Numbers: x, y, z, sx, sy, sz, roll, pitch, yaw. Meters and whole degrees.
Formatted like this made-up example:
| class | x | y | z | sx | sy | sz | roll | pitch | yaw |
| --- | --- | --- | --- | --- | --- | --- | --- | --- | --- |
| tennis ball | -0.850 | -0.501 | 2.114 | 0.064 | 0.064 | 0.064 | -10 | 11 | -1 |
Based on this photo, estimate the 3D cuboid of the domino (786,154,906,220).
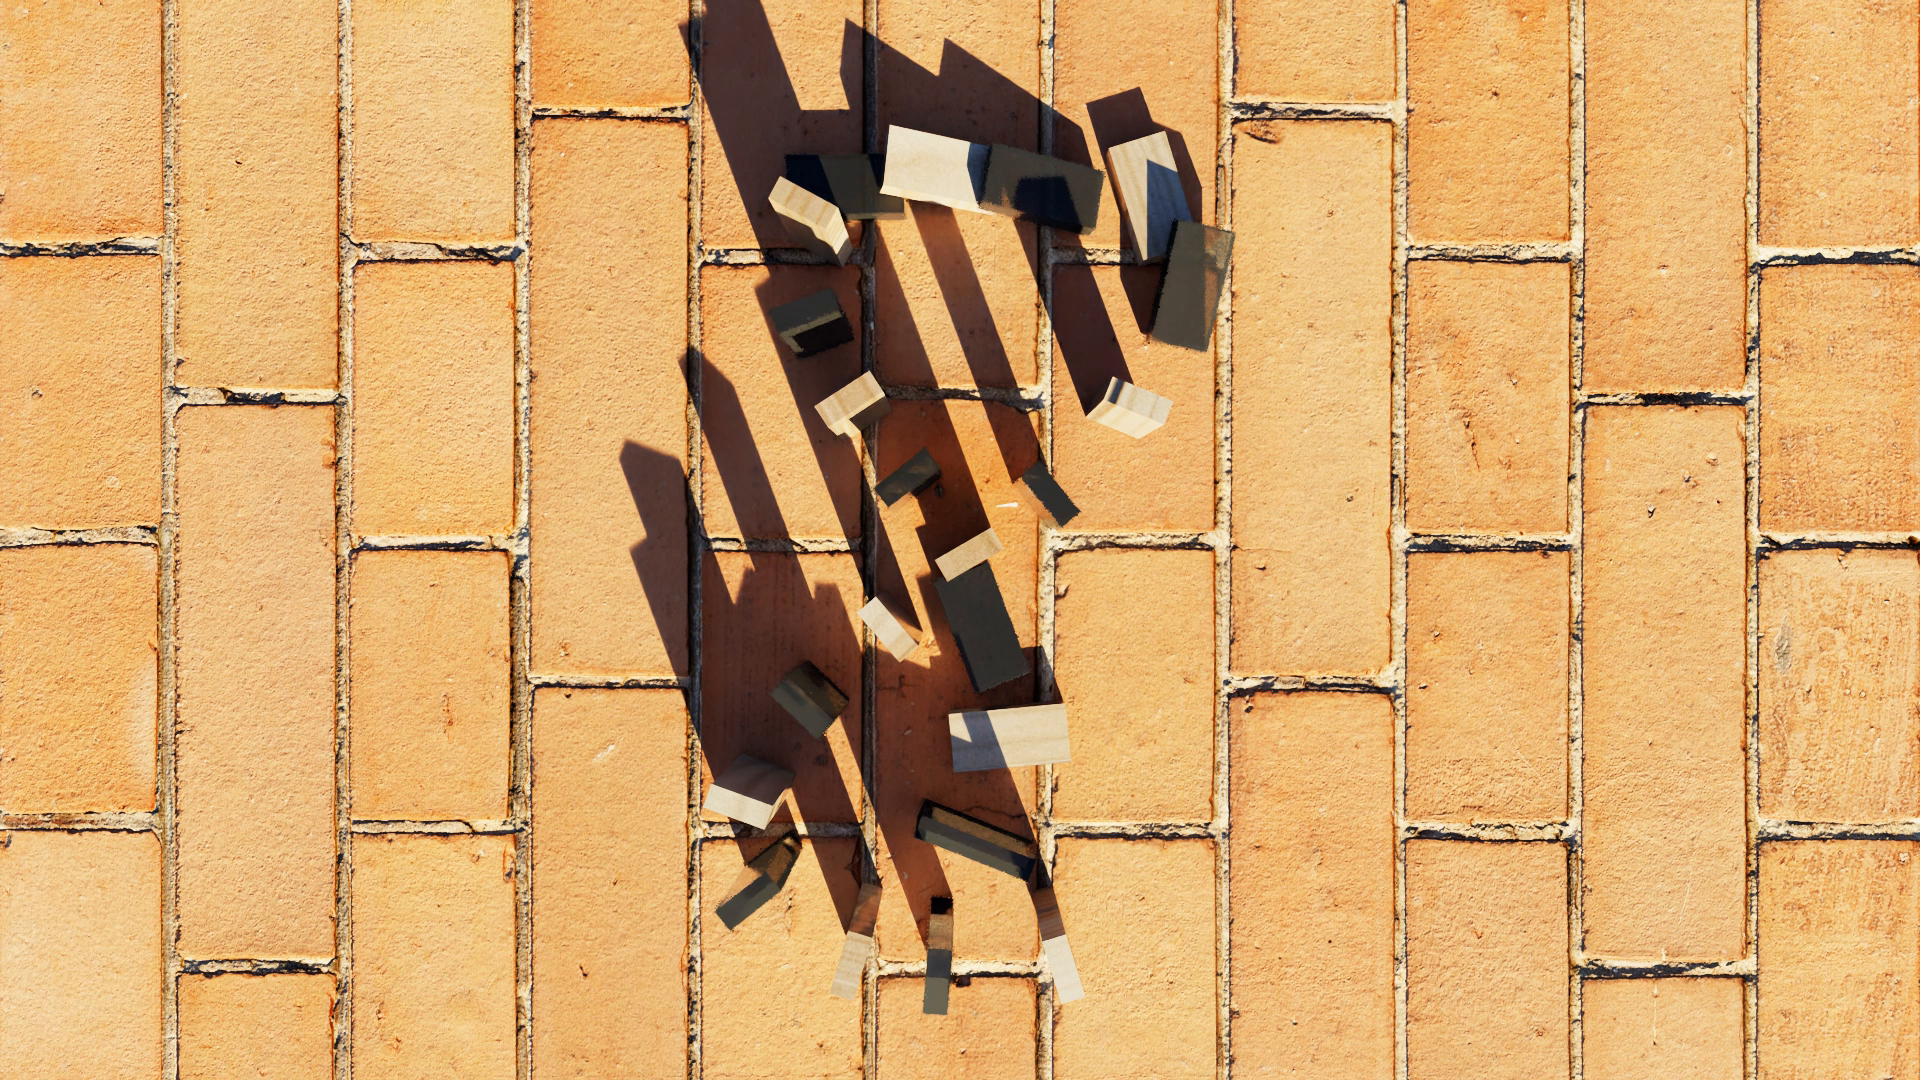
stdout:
| class | x | y | z | sx | sy | sz | roll | pitch | yaw |
| --- | --- | --- | --- | --- | --- | --- | --- | --- | --- |
| domino | -0.049 | -0.152 | 0.395 | 0.050 | 0.009 | 0.025 | -1 | 90 | 0 |

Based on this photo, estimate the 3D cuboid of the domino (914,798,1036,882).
| class | x | y | z | sx | sy | sz | roll | pitch | yaw |
| --- | --- | --- | --- | --- | --- | --- | --- | --- | --- |
| domino | 0.006 | 0.126 | 0.388 | 0.050 | 0.025 | 0.010 | 22 | 90 | 0 |

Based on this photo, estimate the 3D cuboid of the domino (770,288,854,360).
| class | x | y | z | sx | sy | sz | roll | pitch | yaw |
| --- | --- | --- | --- | --- | --- | --- | --- | --- | --- |
| domino | -0.059 | -0.088 | 0.375 | 0.025 | 0.050 | 0.009 | -20 | 90 | 0 |

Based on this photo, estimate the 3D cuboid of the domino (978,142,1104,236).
| class | x | y | z | sx | sy | sz | roll | pitch | yaw |
| --- | --- | --- | --- | --- | --- | --- | --- | --- | --- |
| domino | 0.035 | -0.149 | 0.390 | 0.050 | 0.009 | 0.025 | 9 | 90 | -13 |

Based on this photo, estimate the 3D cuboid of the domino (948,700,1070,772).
| class | x | y | z | sx | sy | sz | roll | pitch | yaw |
| --- | --- | --- | --- | --- | --- | --- | --- | --- | --- |
| domino | 0.021 | 0.084 | 0.395 | 0.050 | 0.009 | 0.025 | -5 | 90 | 0 |

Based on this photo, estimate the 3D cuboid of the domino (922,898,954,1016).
| class | x | y | z | sx | sy | sz | roll | pitch | yaw |
| --- | --- | --- | --- | --- | --- | --- | --- | --- | --- |
| domino | -0.009 | 0.169 | 0.375 | 0.009 | 0.050 | 0.025 | 5 | 90 | 0 |

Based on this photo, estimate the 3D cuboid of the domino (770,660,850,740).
| class | x | y | z | sx | sy | sz | roll | pitch | yaw |
| --- | --- | --- | --- | --- | --- | --- | --- | --- | --- |
| domino | -0.060 | 0.064 | 0.375 | 0.025 | 0.050 | 0.009 | 44 | 90 | 0 |

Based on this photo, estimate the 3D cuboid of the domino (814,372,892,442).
| class | x | y | z | sx | sy | sz | roll | pitch | yaw |
| --- | --- | --- | --- | --- | --- | --- | --- | --- | --- |
| domino | -0.042 | -0.054 | 0.375 | 0.025 | 0.050 | 0.009 | -33 | 90 | 0 |

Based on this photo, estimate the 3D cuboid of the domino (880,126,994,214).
| class | x | y | z | sx | sy | sz | roll | pitch | yaw |
| --- | --- | --- | --- | --- | --- | --- | --- | --- | --- |
| domino | -0.007 | -0.157 | 0.389 | 0.050 | 0.009 | 0.025 | 6 | 90 | -14 |

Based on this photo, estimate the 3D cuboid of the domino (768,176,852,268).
| class | x | y | z | sx | sy | sz | roll | pitch | yaw |
| --- | --- | --- | --- | --- | --- | --- | --- | --- | --- |
| domino | -0.060 | -0.129 | 0.375 | 0.025 | 0.050 | 0.010 | 28 | 90 | 0 |

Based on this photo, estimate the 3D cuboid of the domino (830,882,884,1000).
| class | x | y | z | sx | sy | sz | roll | pitch | yaw |
| --- | --- | --- | --- | --- | --- | --- | --- | --- | --- |
| domino | -0.042 | 0.163 | 0.375 | 0.010 | 0.050 | 0.025 | 17 | 90 | 0 |

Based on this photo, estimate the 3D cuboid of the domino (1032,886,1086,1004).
| class | x | y | z | sx | sy | sz | roll | pitch | yaw |
| --- | --- | --- | --- | --- | --- | --- | --- | --- | --- |
| domino | 0.040 | 0.164 | 0.375 | 0.010 | 0.050 | 0.025 | -17 | 90 | 0 |

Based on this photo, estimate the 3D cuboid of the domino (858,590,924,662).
| class | x | y | z | sx | sy | sz | roll | pitch | yaw |
| --- | --- | --- | --- | --- | --- | --- | --- | --- | --- |
| domino | -0.028 | 0.034 | 0.375 | 0.009 | 0.050 | 0.025 | -41 | 90 | 0 |

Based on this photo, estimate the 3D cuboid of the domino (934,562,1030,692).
| class | x | y | z | sx | sy | sz | roll | pitch | yaw |
| --- | --- | --- | --- | --- | --- | --- | --- | --- | --- |
| domino | 0.010 | 0.037 | 0.395 | 0.025 | 0.010 | 0.050 | -21 | 90 | 0 |

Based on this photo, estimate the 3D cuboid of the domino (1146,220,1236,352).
| class | x | y | z | sx | sy | sz | roll | pitch | yaw |
| --- | --- | --- | --- | --- | --- | --- | --- | --- | --- |
| domino | 0.098 | -0.107 | 0.389 | 0.025 | 0.009 | 0.050 | 10 | 101 | -6 |

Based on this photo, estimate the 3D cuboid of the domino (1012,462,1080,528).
| class | x | y | z | sx | sy | sz | roll | pitch | yaw |
| --- | --- | --- | --- | --- | --- | --- | --- | --- | --- |
| domino | 0.035 | -0.017 | 0.375 | 0.009 | 0.050 | 0.025 | -40 | 90 | 0 |

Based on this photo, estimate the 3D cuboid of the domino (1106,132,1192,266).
| class | x | y | z | sx | sy | sz | roll | pitch | yaw |
| --- | --- | --- | --- | --- | --- | --- | --- | --- | --- |
| domino | 0.083 | -0.147 | 0.395 | 0.025 | 0.009 | 0.050 | -17 | 90 | 0 |

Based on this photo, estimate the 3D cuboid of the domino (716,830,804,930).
| class | x | y | z | sx | sy | sz | roll | pitch | yaw |
| --- | --- | --- | --- | --- | --- | --- | --- | --- | --- |
| domino | -0.081 | 0.138 | 0.375 | 0.025 | 0.050 | 0.009 | -38 | 90 | 0 |

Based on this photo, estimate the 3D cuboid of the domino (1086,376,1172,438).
| class | x | y | z | sx | sy | sz | roll | pitch | yaw |
| --- | --- | --- | --- | --- | --- | --- | --- | --- | --- |
| domino | 0.068 | -0.053 | 0.375 | 0.025 | 0.050 | 0.010 | 22 | 90 | 0 |

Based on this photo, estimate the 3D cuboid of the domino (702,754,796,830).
| class | x | y | z | sx | sy | sz | roll | pitch | yaw |
| --- | --- | --- | --- | --- | --- | --- | --- | --- | --- |
| domino | -0.085 | 0.102 | 0.375 | 0.025 | 0.050 | 0.010 | 20 | 90 | 0 |

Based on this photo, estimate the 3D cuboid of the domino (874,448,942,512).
| class | x | y | z | sx | sy | sz | roll | pitch | yaw |
| --- | --- | --- | --- | --- | --- | --- | --- | --- | --- |
| domino | -0.020 | -0.024 | 0.375 | 0.025 | 0.050 | 0.010 | -38 | 90 | 0 |

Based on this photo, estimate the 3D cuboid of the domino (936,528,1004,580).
| class | x | y | z | sx | sy | sz | roll | pitch | yaw |
| --- | --- | --- | --- | --- | --- | --- | --- | --- | --- |
| domino | 0.004 | 0.006 | 0.375 | 0.025 | 0.050 | 0.010 | -30 | 90 | 0 |
